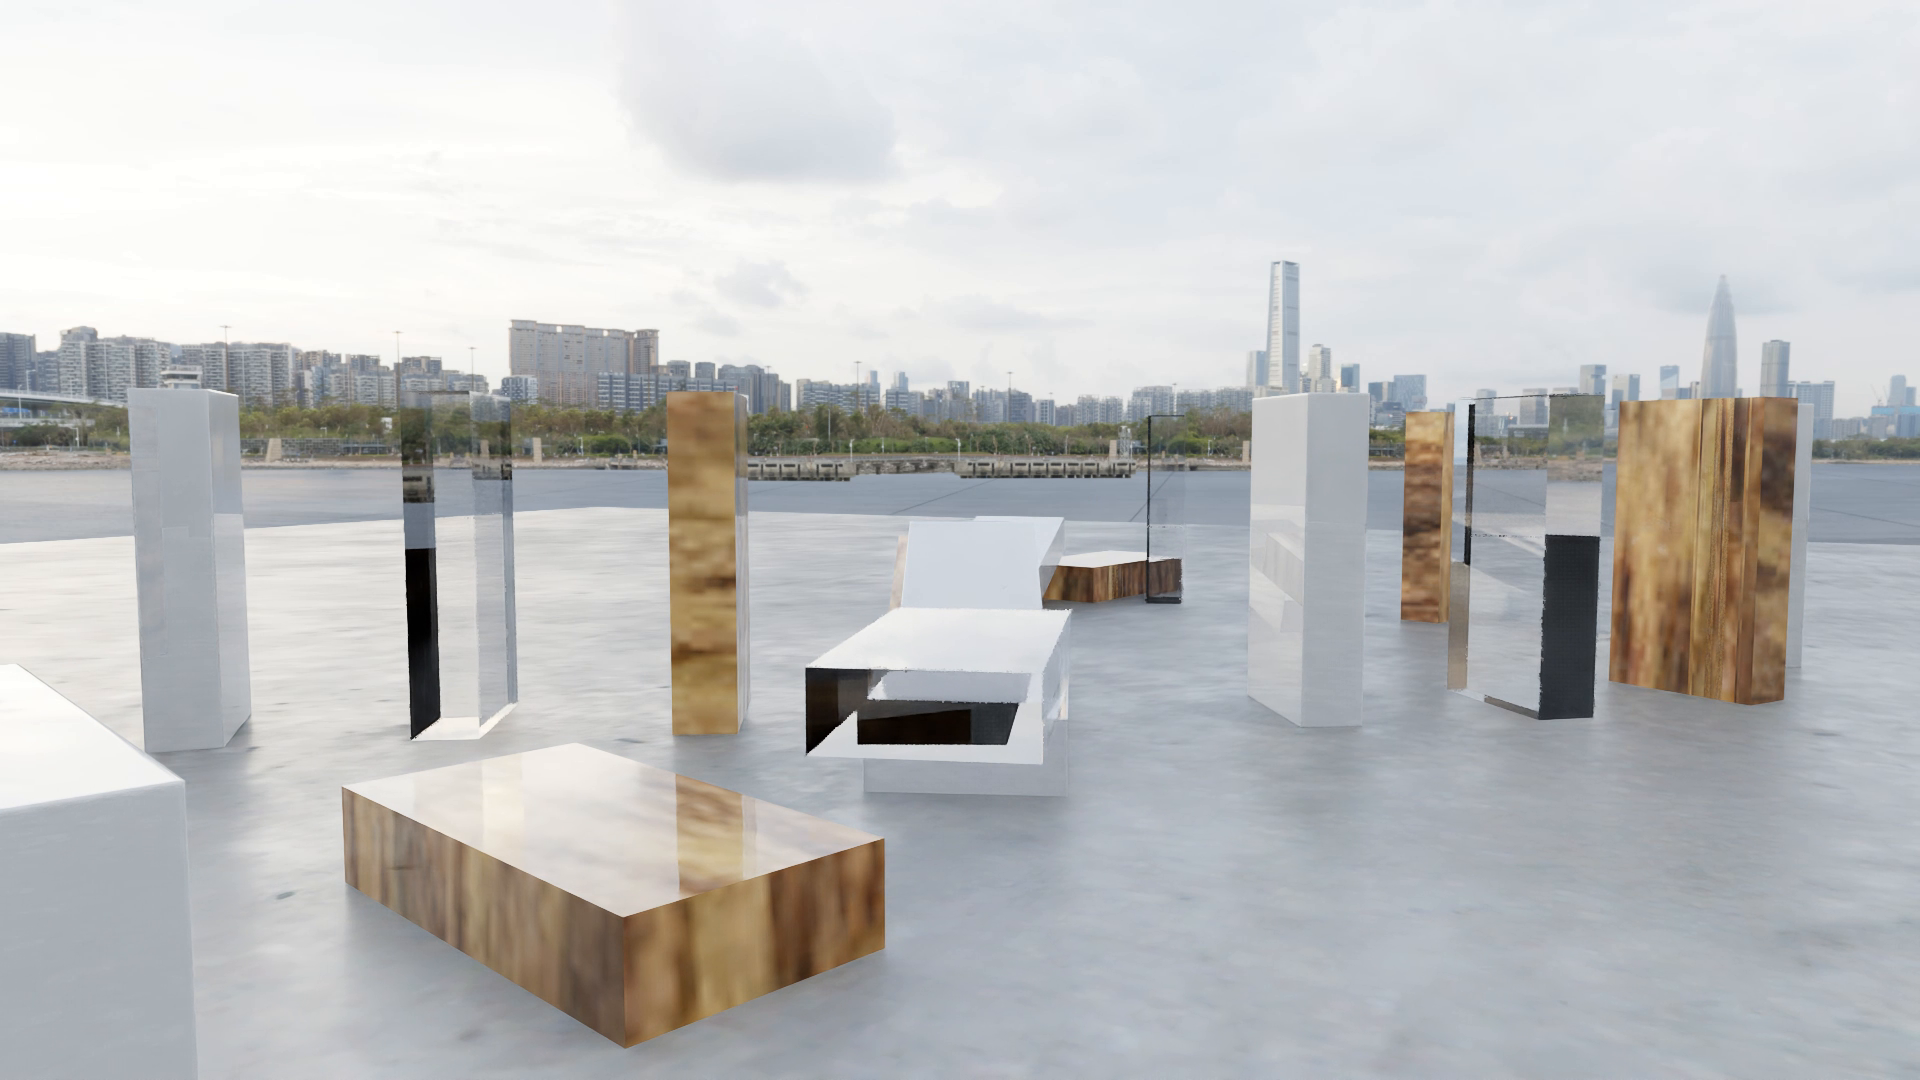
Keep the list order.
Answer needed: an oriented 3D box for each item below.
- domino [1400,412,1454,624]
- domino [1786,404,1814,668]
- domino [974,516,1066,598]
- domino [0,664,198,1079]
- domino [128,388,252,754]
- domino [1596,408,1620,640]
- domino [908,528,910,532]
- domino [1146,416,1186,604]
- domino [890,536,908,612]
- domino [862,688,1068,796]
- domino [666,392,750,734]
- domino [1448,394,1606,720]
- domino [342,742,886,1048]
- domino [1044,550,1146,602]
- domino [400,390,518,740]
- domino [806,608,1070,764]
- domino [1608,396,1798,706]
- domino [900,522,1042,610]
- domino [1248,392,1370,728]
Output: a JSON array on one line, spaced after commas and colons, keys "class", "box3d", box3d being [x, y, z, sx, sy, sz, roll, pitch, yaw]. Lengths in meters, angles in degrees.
[{"class": "domino", "box3d": [0.119, -0.006, 0.315, 0.025, 0.050, 0.009, -4, 6, -43]}, {"class": "domino", "box3d": [0.149, -0.001, 0.249, 0.025, 0.050, 0.009, 1, 4, 11]}, {"class": "domino", "box3d": [0.012, 0.006, 0.340, 0.025, 0.010, 0.050, 1, 19, 14]}, {"class": "domino", "box3d": [-0.061, 0.024, 0.082, 0.009, 0.025, 0.050, -4, 6, -44]}, {"class": "domino", "box3d": [-0.112, 0.003, 0.188, 0.009, 0.050, 0.025, -2, 5, -21]}, {"class": "domino", "box3d": [0.141, -0.004, 0.285, 0.025, 0.050, 0.009, -2, 5, -28]}, {"class": "domino", "box3d": [-0.001, 0.008, 0.305, 0.025, 0.009, 0.050, 0, 20, 1]}, {"class": "domino", "box3d": [0.057, -0.009, 0.353, 0.009, 0.050, 0.025, 1, 4, 11]}, {"class": "domino", "box3d": [-0.001, 0.012, 0.267, 0.025, 0.009, 0.050, 0, 19, 0]}, {"class": "domino", "box3d": [0.003, 0.024, 0.181, 0.025, 0.009, 0.050, 0, 4, 5]}, {"class": "domino", "box3d": [-0.038, 0.003, 0.199, 0.010, 0.050, 0.025, 0, 4, -5]}, {"class": "domino", "box3d": [0.091, 0.002, 0.209, 0.009, 0.050, 0.025, -1, 4, -11]}, {"class": "domino", "box3d": [-0.033, 0.029, 0.116, 0.050, 0.010, 0.025, 4, 6, 43]}, {"class": "domino", "box3d": [0.041, 0.010, 0.371, 0.025, 0.010, 0.050, 3, 5, 38]}, {"class": "domino", "box3d": [-0.076, 0.003, 0.195, 0.009, 0.050, 0.025, -1, 4, -7]}, {"class": "domino", "box3d": [0.000, 0.016, 0.159, 0.025, 0.009, 0.050, 1, 4, 8]}, {"class": "domino", "box3d": [0.127, 0.001, 0.220, 0.009, 0.050, 0.025, -2, 5, -29]}, {"class": "domino", "box3d": [0.002, 0.011, 0.239, 0.025, 0.009, 0.050, 0, 25, 0]}, {"class": "domino", "box3d": [0.055, 0.002, 0.203, 0.010, 0.050, 0.025, 0, 4, -6]}]
